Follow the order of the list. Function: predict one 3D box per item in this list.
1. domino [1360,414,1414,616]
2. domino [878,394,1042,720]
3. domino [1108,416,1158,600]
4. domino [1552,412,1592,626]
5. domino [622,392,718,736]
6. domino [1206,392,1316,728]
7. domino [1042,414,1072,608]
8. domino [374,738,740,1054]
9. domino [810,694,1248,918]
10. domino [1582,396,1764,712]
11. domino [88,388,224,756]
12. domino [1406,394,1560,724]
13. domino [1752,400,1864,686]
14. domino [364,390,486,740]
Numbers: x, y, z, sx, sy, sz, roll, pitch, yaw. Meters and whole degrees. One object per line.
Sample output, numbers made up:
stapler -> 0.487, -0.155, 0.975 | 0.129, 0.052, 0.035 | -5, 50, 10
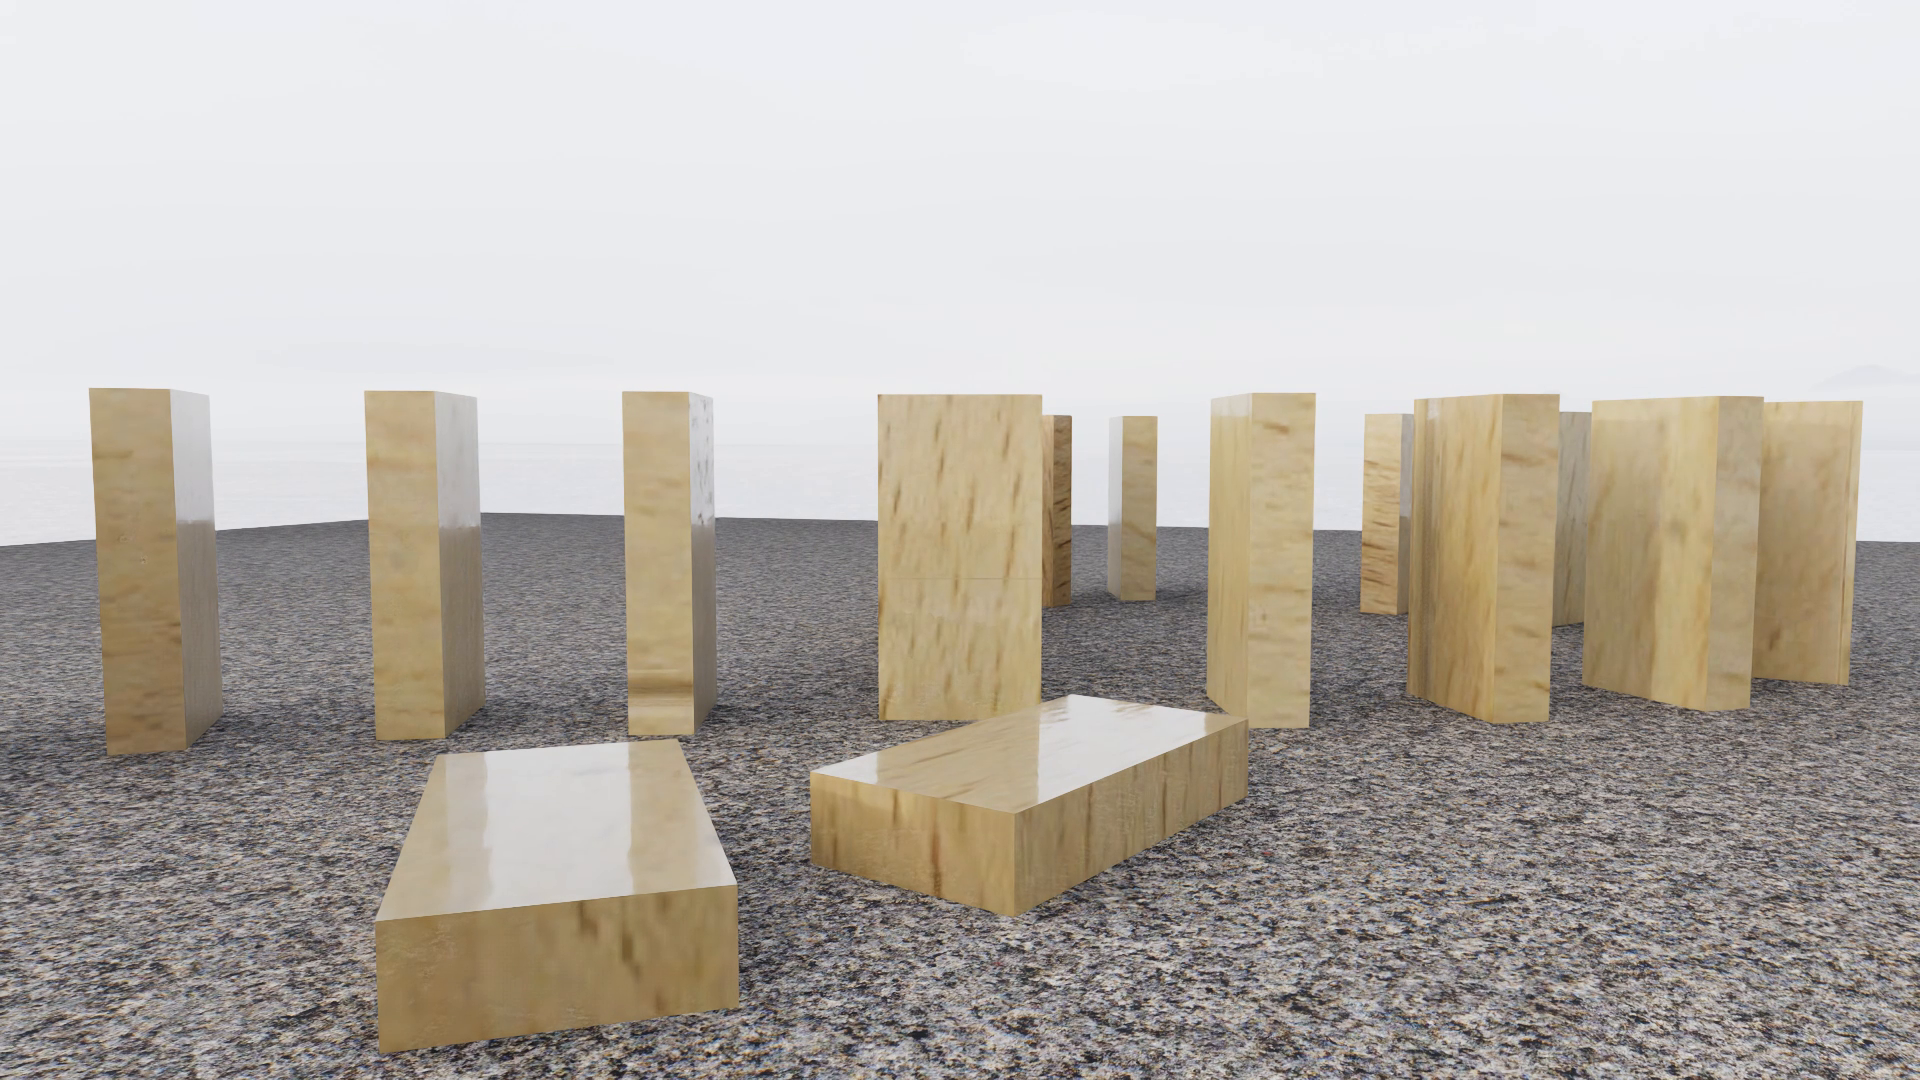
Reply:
domino -> 0.113, -0.007, 0.330 | 0.009, 0.050, 0.025 | 4, 6, 41
domino -> 0.000, 0.002, 0.201 | 0.025, 0.050, 0.009 | 0, 4, 0
domino -> 0.048, -0.009, 0.360 | 0.009, 0.050, 0.025 | 0, 4, -2
domino -> 0.138, -0.005, 0.303 | 0.025, 0.050, 0.009 | -3, 5, -36
domino -> -0.044, 0.003, 0.198 | 0.009, 0.050, 0.025 | 0, 4, -3
domino -> 0.047, 0.002, 0.203 | 0.010, 0.050, 0.025 | 0, 4, -3
domino -> 0.017, -0.008, 0.344 | 0.025, 0.050, 0.010 | 3, 5, 35
domino -> -0.036, 0.029, 0.117 | 0.025, 0.010, 0.050 | -1, 4, -17
domino -> 0.010, 0.027, 0.142 | 0.025, 0.009, 0.050 | 3, 5, 37
domino -> 0.119, 0.001, 0.215 | 0.009, 0.050, 0.025 | -2, 5, -19
domino -> -0.116, 0.004, 0.187 | 0.009, 0.050, 0.025 | -2, 5, -20
domino -> 0.083, 0.002, 0.207 | 0.009, 0.050, 0.025 | -1, 4, -11
domino -> 0.149, 0.000, 0.235 | 0.025, 0.050, 0.009 | 3, 5, 33
domino -> -0.081, 0.003, 0.195 | 0.009, 0.050, 0.025 | -1, 4, -7
